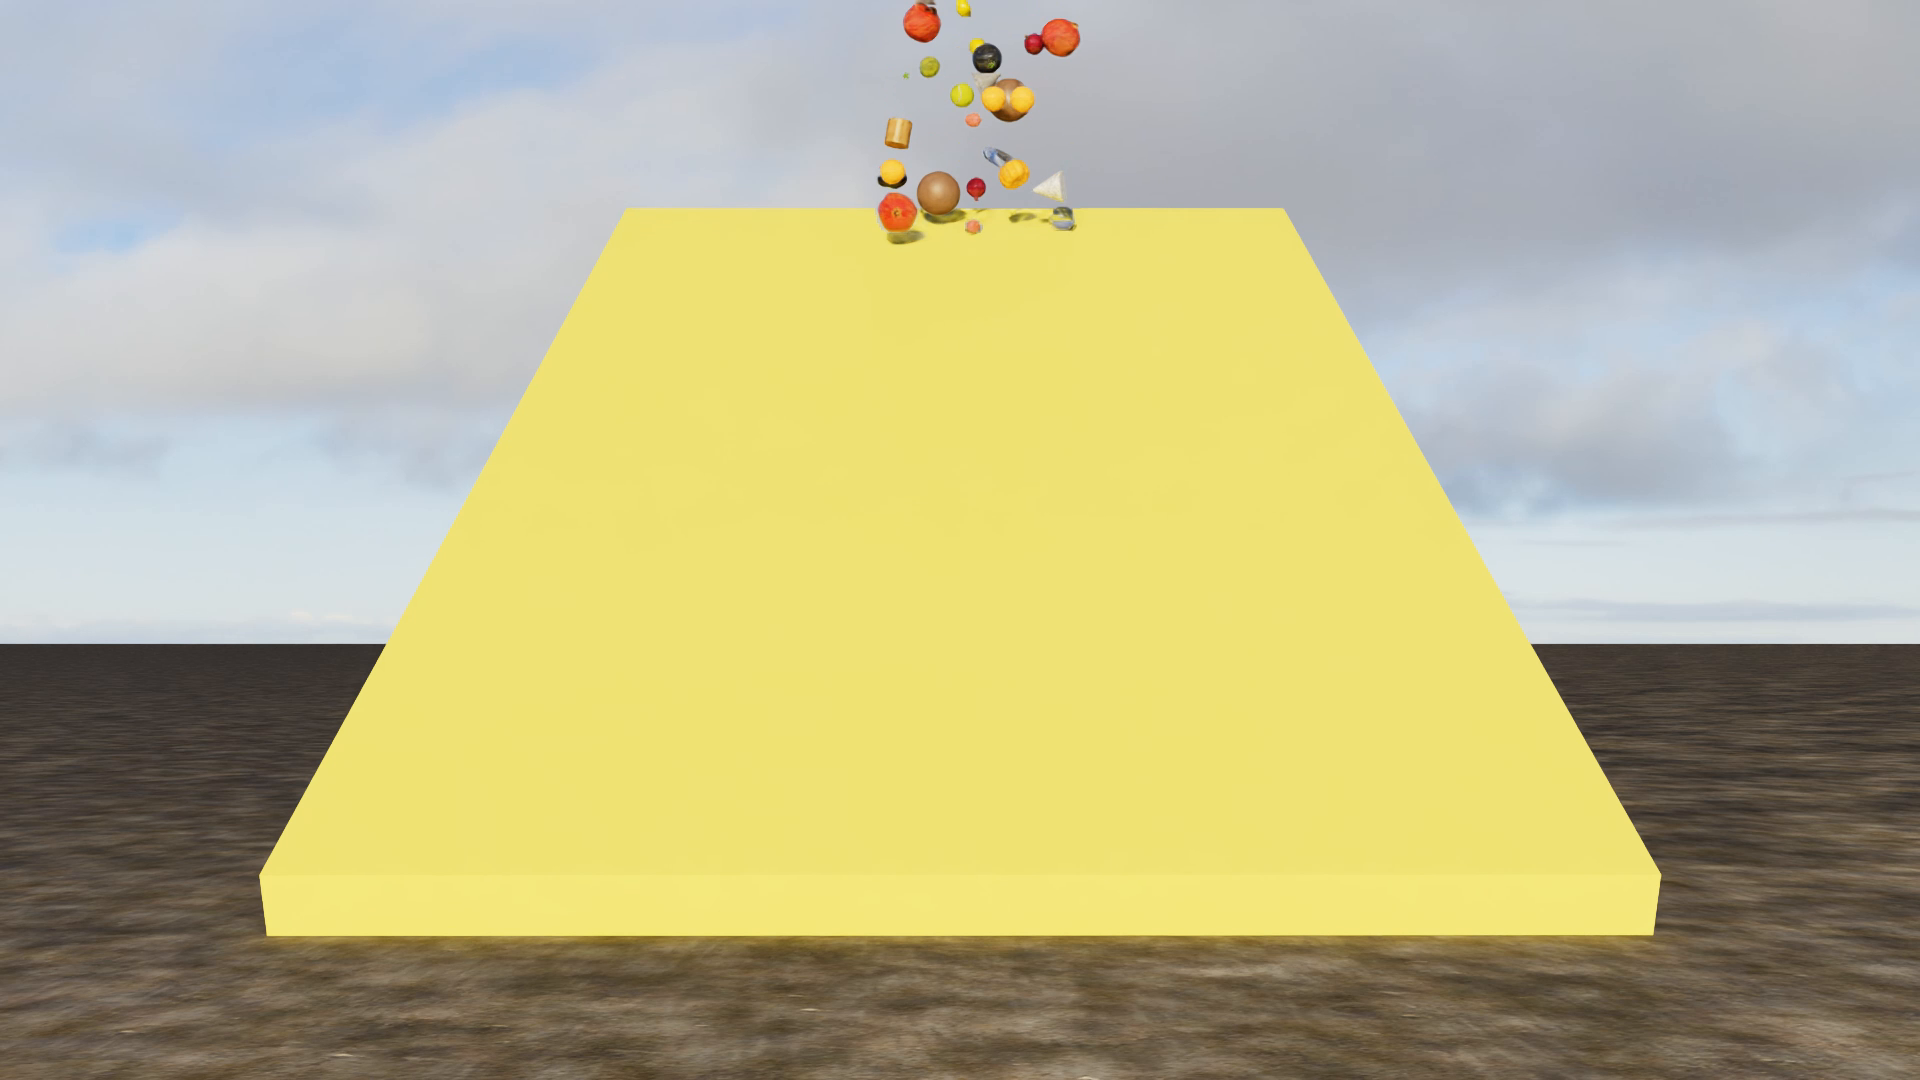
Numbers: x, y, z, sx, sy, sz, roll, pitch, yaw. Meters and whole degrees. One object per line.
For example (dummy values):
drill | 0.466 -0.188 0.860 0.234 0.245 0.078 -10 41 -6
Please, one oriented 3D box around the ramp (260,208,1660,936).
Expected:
ramp | -0.006 -0.220 5.149 2.000 0.100 4.000 0 22 0

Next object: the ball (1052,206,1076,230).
ball | 0.303 -0.942 6.721 0.072 0.072 0.072 0 -2 0

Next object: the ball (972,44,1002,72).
ball | 0.081 -1.437 6.850 0.091 0.091 0.091 0 -2 0

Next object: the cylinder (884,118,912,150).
cylinder | -0.175 -1.158 6.532 0.070 0.070 0.070 10 -5 1

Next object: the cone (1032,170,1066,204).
cone | 0.251 -1.015 6.626 0.096 0.096 0.096 -5 -4 14

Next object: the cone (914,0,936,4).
cone | -0.094 -1.635 6.943 0.064 0.064 0.064 36 13 23

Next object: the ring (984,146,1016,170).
ring | 0.120 -1.144 6.880 0.113 0.038 0.113 27 17 -9

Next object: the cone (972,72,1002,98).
cone | 0.090 -1.373 6.836 0.082 0.082 0.082 -25 -8 13
